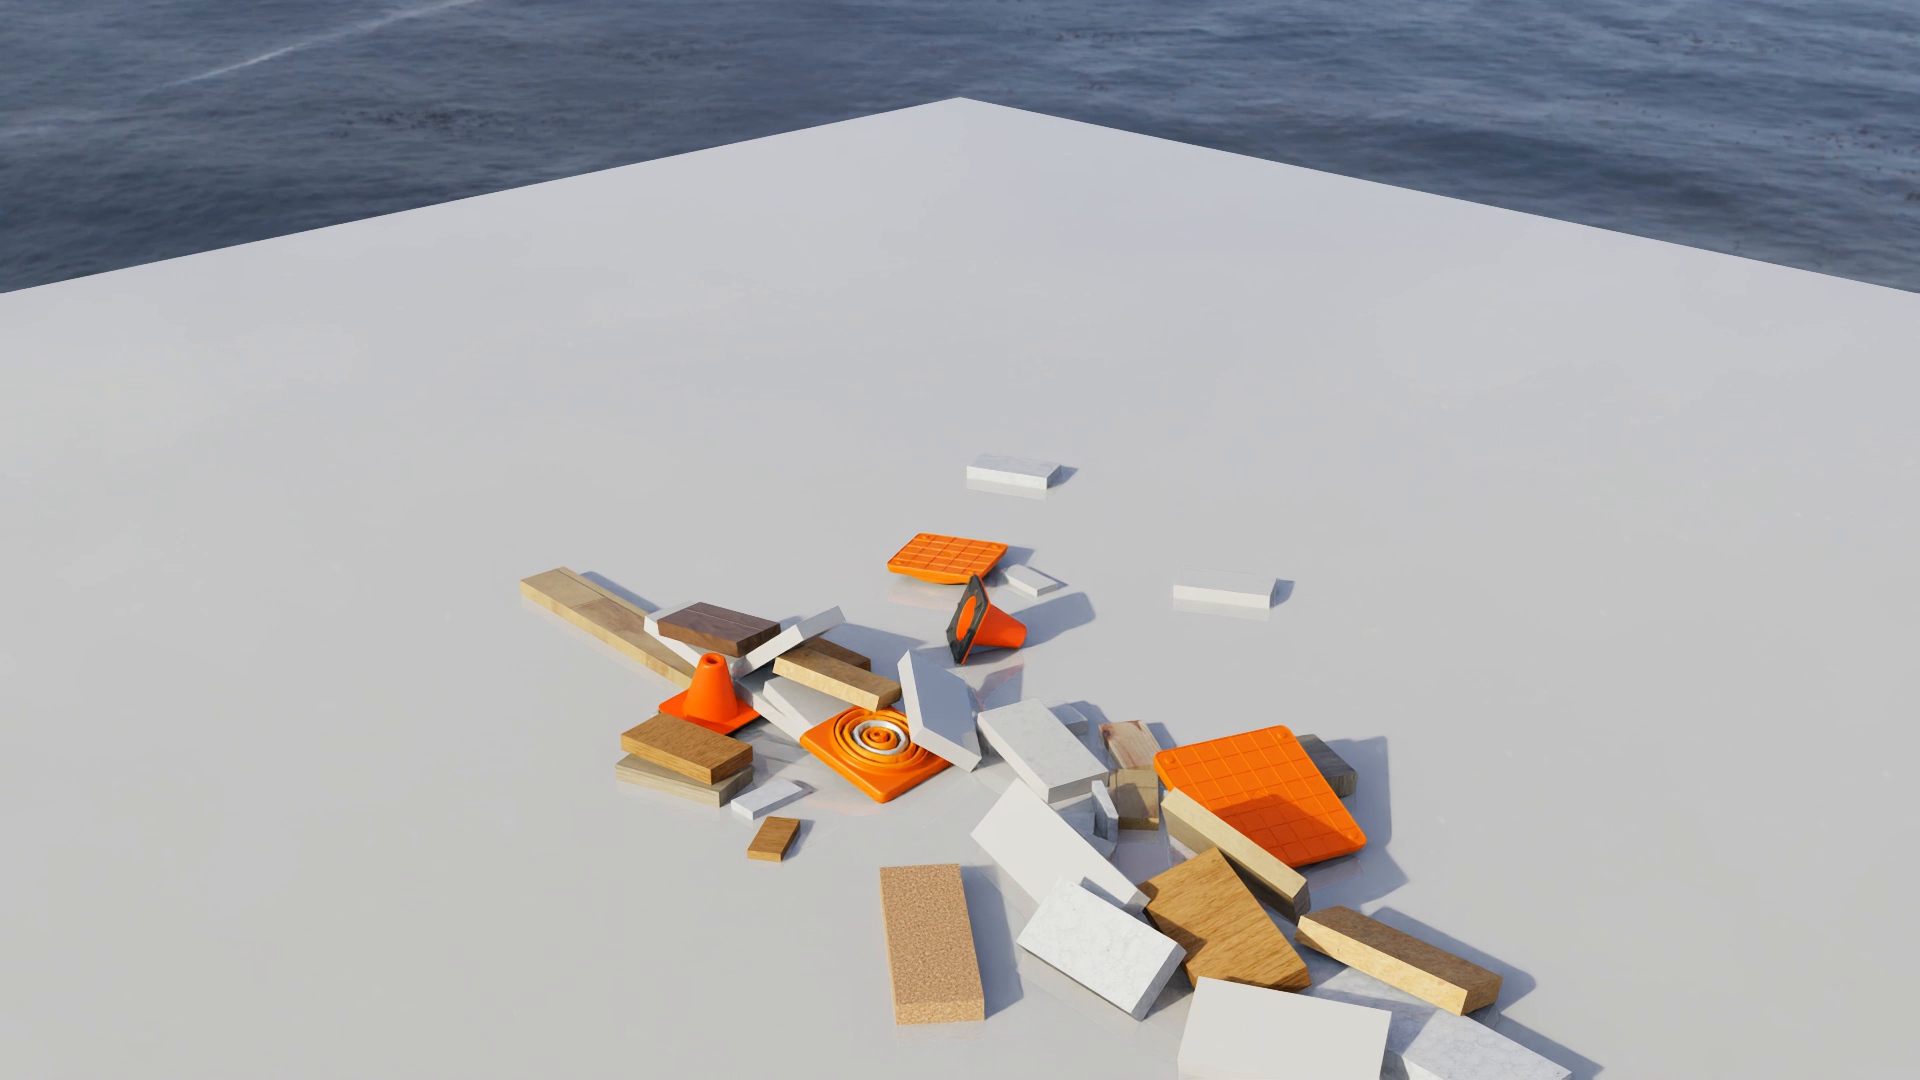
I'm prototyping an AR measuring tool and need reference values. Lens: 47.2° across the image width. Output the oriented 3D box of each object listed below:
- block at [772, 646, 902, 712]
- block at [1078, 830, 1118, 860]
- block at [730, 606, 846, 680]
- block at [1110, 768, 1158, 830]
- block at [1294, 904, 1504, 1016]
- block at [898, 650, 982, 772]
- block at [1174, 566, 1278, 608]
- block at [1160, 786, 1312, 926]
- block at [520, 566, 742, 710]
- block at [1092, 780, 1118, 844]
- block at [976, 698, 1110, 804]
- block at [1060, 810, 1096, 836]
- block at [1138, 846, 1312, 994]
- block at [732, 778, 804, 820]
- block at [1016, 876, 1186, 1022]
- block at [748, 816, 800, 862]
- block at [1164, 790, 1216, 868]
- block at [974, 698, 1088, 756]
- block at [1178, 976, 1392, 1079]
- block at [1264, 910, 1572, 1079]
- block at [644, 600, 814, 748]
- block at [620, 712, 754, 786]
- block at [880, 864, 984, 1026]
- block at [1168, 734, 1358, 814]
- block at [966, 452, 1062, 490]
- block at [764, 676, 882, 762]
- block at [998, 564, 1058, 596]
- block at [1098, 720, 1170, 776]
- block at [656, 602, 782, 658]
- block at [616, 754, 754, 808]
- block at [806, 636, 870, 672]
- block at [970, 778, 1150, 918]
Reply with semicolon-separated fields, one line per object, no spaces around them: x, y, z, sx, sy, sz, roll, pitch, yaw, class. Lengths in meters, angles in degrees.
-0.262;0.299;4.742;0.252;0.036;0.126;20;15;19;block
0.226;0.599;4.278;0.143;0.020;0.072;17;45;22;block
-0.375;0.224;4.777;0.131;0.037;0.262;-24;-5;-45;block
0.354;0.528;4.481;0.099;0.028;0.197;2;23;4;block
0.772;0.737;3.874;0.326;0.046;0.163;21;11;34;block
-0.046;0.363;4.709;0.152;0.043;0.303;30;21;-21;block
0.656;0.117;5.441;0.238;0.034;0.119;6;24;15;block
0.512;0.587;4.083;0.303;0.152;0.043;34;73;26;block
-0.761;0.222;5.192;0.128;0.036;0.842;-19;30;-38;block
0.288;0.545;4.384;0.020;0.072;0.143;-4;23;-9;block
0.172;0.440;4.617;0.146;0.041;0.292;-13;34;-27;block
0.228;0.583;4.361;0.072;0.020;0.143;3;23;6;block
0.460;0.701;3.904;0.173;0.049;0.346;-25;36;-9;block
-0.393;0.528;4.491;0.135;0.019;0.067;-21;31;-40;block
0.248;0.721;3.899;0.292;0.041;0.146;24;73;44;block
-0.367;0.590;4.345;0.068;0.019;0.135;5;23;12;block
0.460;0.595;4.323;0.099;0.028;0.360;1;23;1;block
0.143;0.403;4.767;0.238;0.034;0.119;-11;25;-24;block
0.540;0.835;3.652;0.326;0.046;0.163;7;49;17;block
0.688;0.807;3.796;0.173;0.049;0.734;-19;30;-38;block
-0.476;0.291;4.892;0.550;0.037;0.131;32;36;33;block
-0.572;0.434;4.598;0.256;0.036;0.128;16;28;33;block
-0.056;0.727;3.993;0.152;0.043;0.448;-2;23;-5;block
0.622;0.479;4.522;0.346;0.049;0.173;-5;25;-23;block
0.152;-0.195;6.177;0.238;0.034;0.119;9;25;21;block
-0.297;0.372;4.728;0.126;0.036;0.252;-16;42;-39;block
0.169;0.100;5.500;0.068;0.019;0.151;-17;29;-35;block
0.370;0.444;4.678;0.099;0.028;0.197;-5;23;-11;block
-0.536;0.198;4.884;0.262;0.037;0.131;12;25;40;block
-0.574;0.484;4.575;0.256;0.036;0.128;11;26;25;block
-0.339;0.273;5.072;0.252;0.036;0.126;20;30;39;block
0.183;0.614;4.145;0.146;0.041;0.460;-51;35;-1;block
